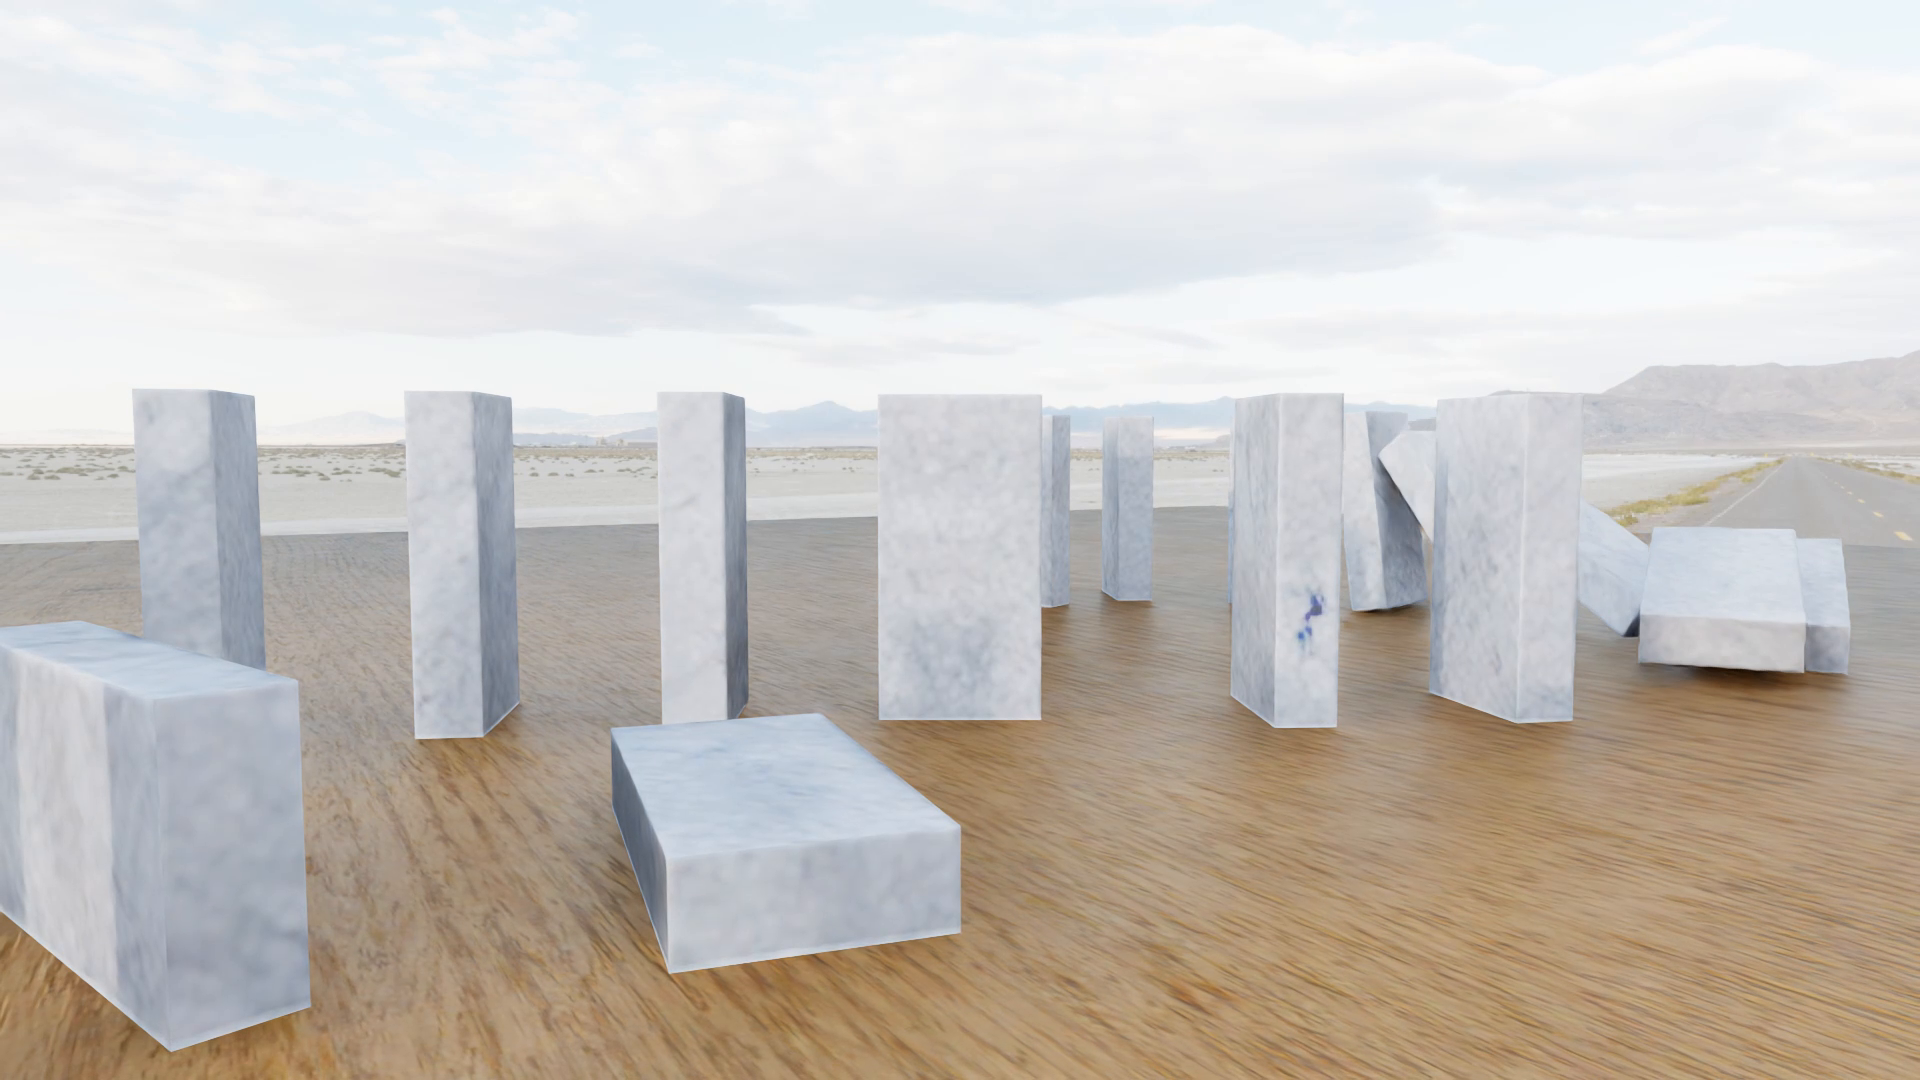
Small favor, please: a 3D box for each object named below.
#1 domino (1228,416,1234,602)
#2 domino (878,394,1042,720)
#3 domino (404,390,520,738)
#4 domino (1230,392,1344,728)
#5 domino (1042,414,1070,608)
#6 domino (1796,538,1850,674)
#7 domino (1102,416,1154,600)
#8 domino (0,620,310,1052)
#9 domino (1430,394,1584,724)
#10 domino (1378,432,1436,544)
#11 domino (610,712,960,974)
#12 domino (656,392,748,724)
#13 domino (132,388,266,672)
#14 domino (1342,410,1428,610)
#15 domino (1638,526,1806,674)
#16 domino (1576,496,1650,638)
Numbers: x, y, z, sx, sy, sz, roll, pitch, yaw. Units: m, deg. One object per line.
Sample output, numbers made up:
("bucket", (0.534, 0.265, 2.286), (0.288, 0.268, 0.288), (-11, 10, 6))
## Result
("domino", (0.082, -0.009, 0.351), (0.009, 0.050, 0.025), (2, 5, 27))
("domino", (0.000, 0.002, 0.201), (0.025, 0.050, 0.009), (0, 4, 0))
("domino", (-0.076, 0.003, 0.196), (0.010, 0.050, 0.025), (-1, 4, -7))
("domino", (0.051, 0.002, 0.203), (0.010, 0.050, 0.025), (0, 4, -3))
("domino", (0.016, -0.008, 0.343), (0.025, 0.050, 0.009), (3, 5, 34))
("domino", (0.166, 0.012, 0.262), (0.025, 0.010, 0.050), (3, 20, 32))
("domino", (0.047, -0.009, 0.359), (0.010, 0.050, 0.025), (0, 4, -4))
("domino", (-0.071, 0.022, 0.109), (0.050, 0.025, 0.009), (4, 6, 40))
("domino", (0.087, 0.002, 0.207), (0.010, 0.050, 0.025), (-1, 4, -10))
("domino", (0.127, -0.004, 0.318), (0.025, 0.050, 0.009), (-3, -32, -38))
("domino", (-0.020, 0.028, 0.131), (0.025, 0.010, 0.050), (-2, 5, -20))
("domino", (-0.039, 0.003, 0.199), (0.009, 0.050, 0.025), (0, 4, -2))
("domino", (-0.111, 0.003, 0.189), (0.010, 0.050, 0.025), (-1, 4, -16))
("domino", (0.109, -0.008, 0.333), (0.010, 0.050, 0.025), (-7, -2, 43))
("domino", (0.146, 0.010, 0.245), (0.025, 0.010, 0.050), (2, 20, 30))
("domino", (0.145, 0.003, 0.296), (0.025, 0.010, 0.050), (1, 33, -26))
